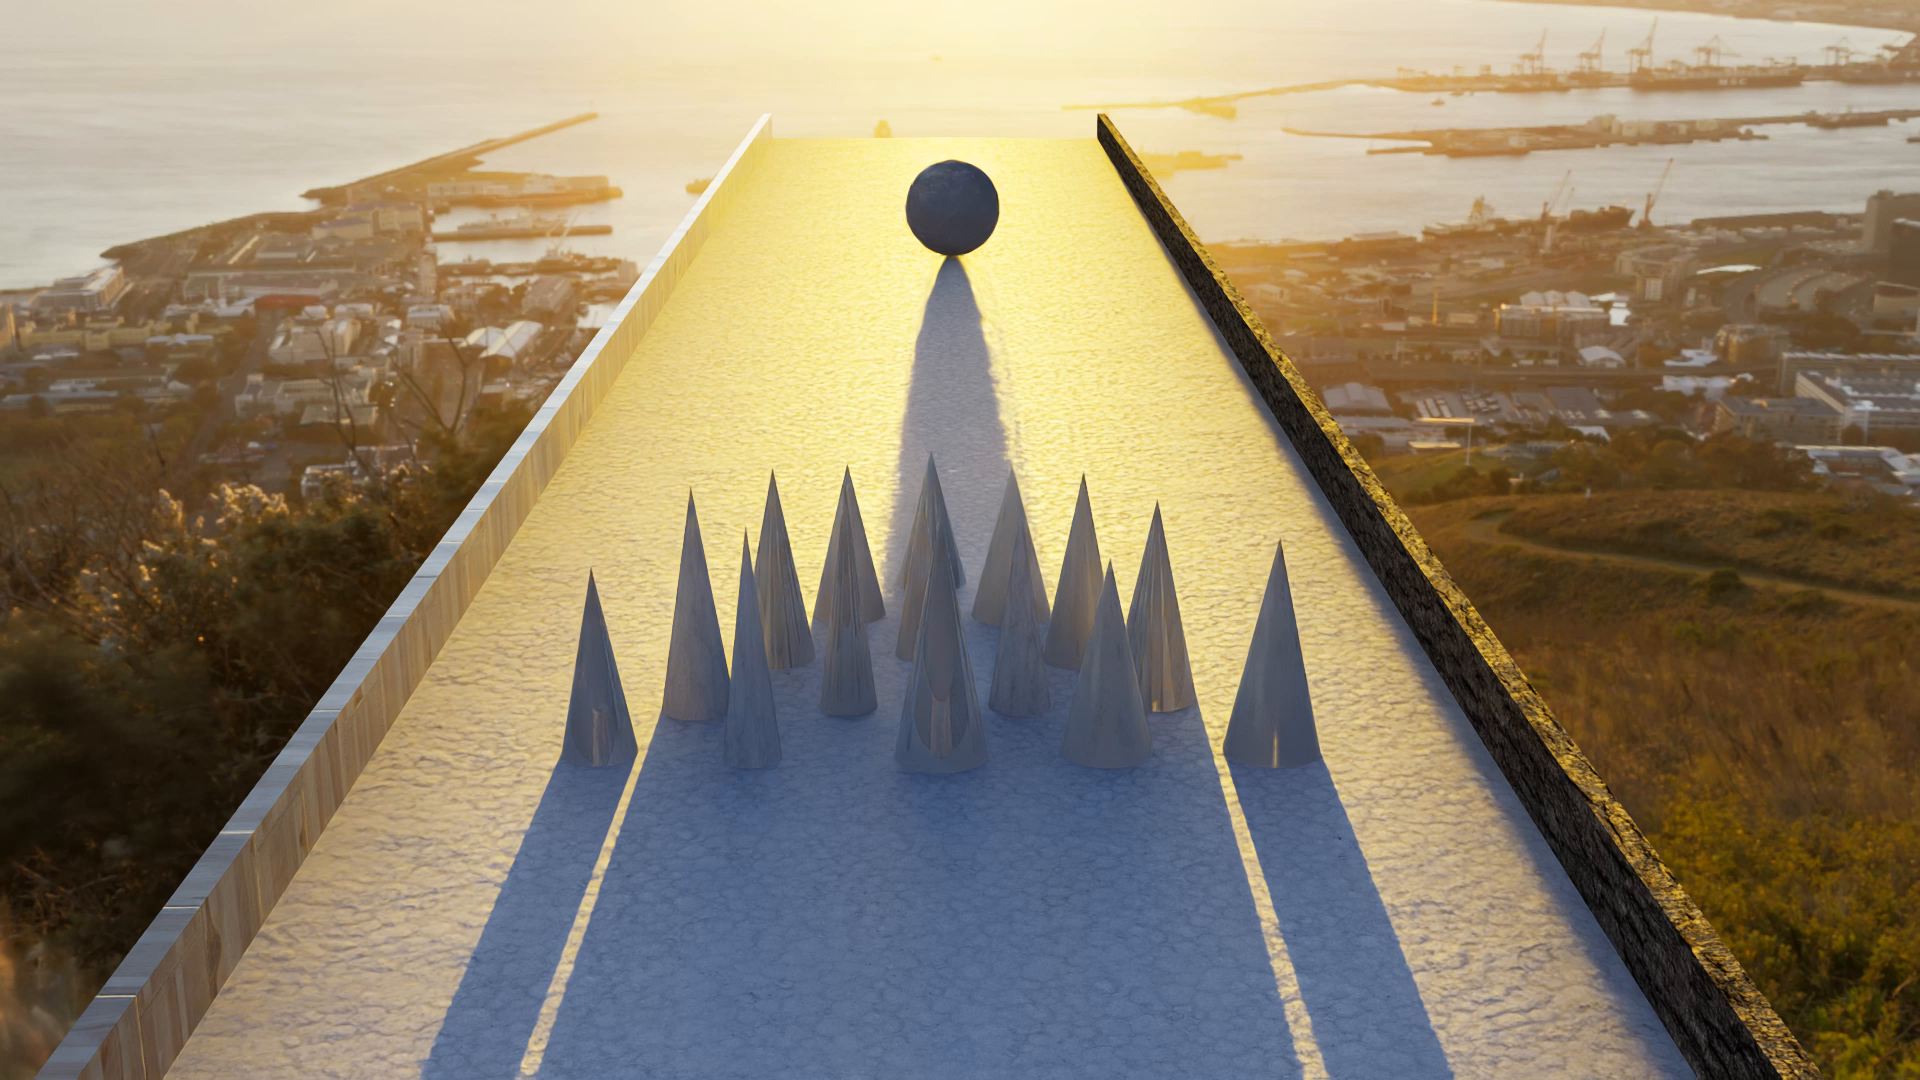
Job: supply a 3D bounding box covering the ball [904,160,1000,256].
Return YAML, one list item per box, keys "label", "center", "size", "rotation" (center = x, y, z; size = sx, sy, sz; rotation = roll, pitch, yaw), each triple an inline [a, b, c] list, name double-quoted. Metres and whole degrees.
- label: "ball"
  center: [-0.031, -1.388, 9.194]
  size: [0.399, 0.399, 0.399]
  rotation: [0, 17, 0]

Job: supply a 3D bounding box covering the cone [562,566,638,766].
- label: "cone"
  center: [-0.646, 0.213, 3.898]
  size: [0.138, 0.350, 0.138]
  rotation: [0, 17, 0]

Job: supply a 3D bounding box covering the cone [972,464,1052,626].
- label: "cone"
  center: [0.110, -0.002, 4.649]
  size: [0.173, 0.333, 0.173]
  rotation: [0, 17, 0]

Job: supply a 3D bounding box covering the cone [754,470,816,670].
- label: "cone"
  center: [-0.369, 0.045, 4.381]
  size: [0.157, 0.395, 0.157]
  rotation: [0, 17, 0]

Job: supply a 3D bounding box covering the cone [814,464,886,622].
- label: "cone"
  center: [-0.236, -0.004, 4.656]
  size: [0.156, 0.333, 0.156]
  rotation: [0, 17, 0]

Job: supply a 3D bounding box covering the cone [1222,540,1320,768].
- label: "cone"
  center: [0.560, 0.185, 3.903]
  size: [0.176, 0.400, 0.176]
  rotation: [0, 17, 0]

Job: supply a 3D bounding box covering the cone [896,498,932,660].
- label: "cone"
  center: [-0.076, 0.067, 4.413]
  size: [0.112, 0.335, 0.112]
  rotation: [0, 17, 0]

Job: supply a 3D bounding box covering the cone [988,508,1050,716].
- label: "cone"
  center: [0.113, 0.127, 4.118]
  size: [0.118, 0.388, 0.118]
  rotation: [0, 17, 0]

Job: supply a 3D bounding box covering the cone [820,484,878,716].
- label: "cone"
  center: [-0.211, 0.105, 4.107]
  size: [0.110, 0.438, 0.110]
  rotation: [0, 17, 0]

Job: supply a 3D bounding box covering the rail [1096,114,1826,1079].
- label: "rail"
  center: [0.932, -0.844, 7.801]
  size: [0.050, 0.150, 12.000]
  rotation: [0, 17, -1]

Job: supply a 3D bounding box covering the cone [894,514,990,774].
- label: "cone"
  center: [-0.033, 0.169, 3.871]
  size: [0.171, 0.449, 0.171]
  rotation: [0, 17, 0]

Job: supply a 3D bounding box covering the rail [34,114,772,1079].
- label: "rail"
  center: [-1.118, -0.838, 7.780]
  size: [0.050, 0.150, 12.000]
  rotation: [0, 17, -1]

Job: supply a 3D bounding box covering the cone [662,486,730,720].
- label: "cone"
  center: [-0.495, 0.107, 4.100]
  size: [0.139, 0.437, 0.139]
  rotation: [0, 17, 0]

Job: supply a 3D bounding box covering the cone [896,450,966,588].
- label: "cone"
  center: [-0.063, -0.053, 4.871]
  size: [0.156, 0.303, 0.156]
  rotation: [0, 17, 0]

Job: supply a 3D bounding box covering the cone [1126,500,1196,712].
- label: "cone"
  center: [0.369, 0.110, 4.165]
  size: [0.169, 0.395, 0.169]
  rotation: [0, 17, 0]

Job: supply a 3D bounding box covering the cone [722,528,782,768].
- label: "cone"
  center: [-0.371, 0.179, 3.862]
  size: [0.106, 0.435, 0.106]
  rotation: [0, 17, 0]

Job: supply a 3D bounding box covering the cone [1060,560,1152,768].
- label: "cone"
  center: [0.263, 0.204, 3.903]
  size: [0.168, 0.364, 0.168]
  rotation: [0, 17, 0]

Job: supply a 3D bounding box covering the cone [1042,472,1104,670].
- label: "cone"
  center: [0.243, 0.048, 4.377]
  size: [0.157, 0.391, 0.157]
  rotation: [0, 17, 0]
